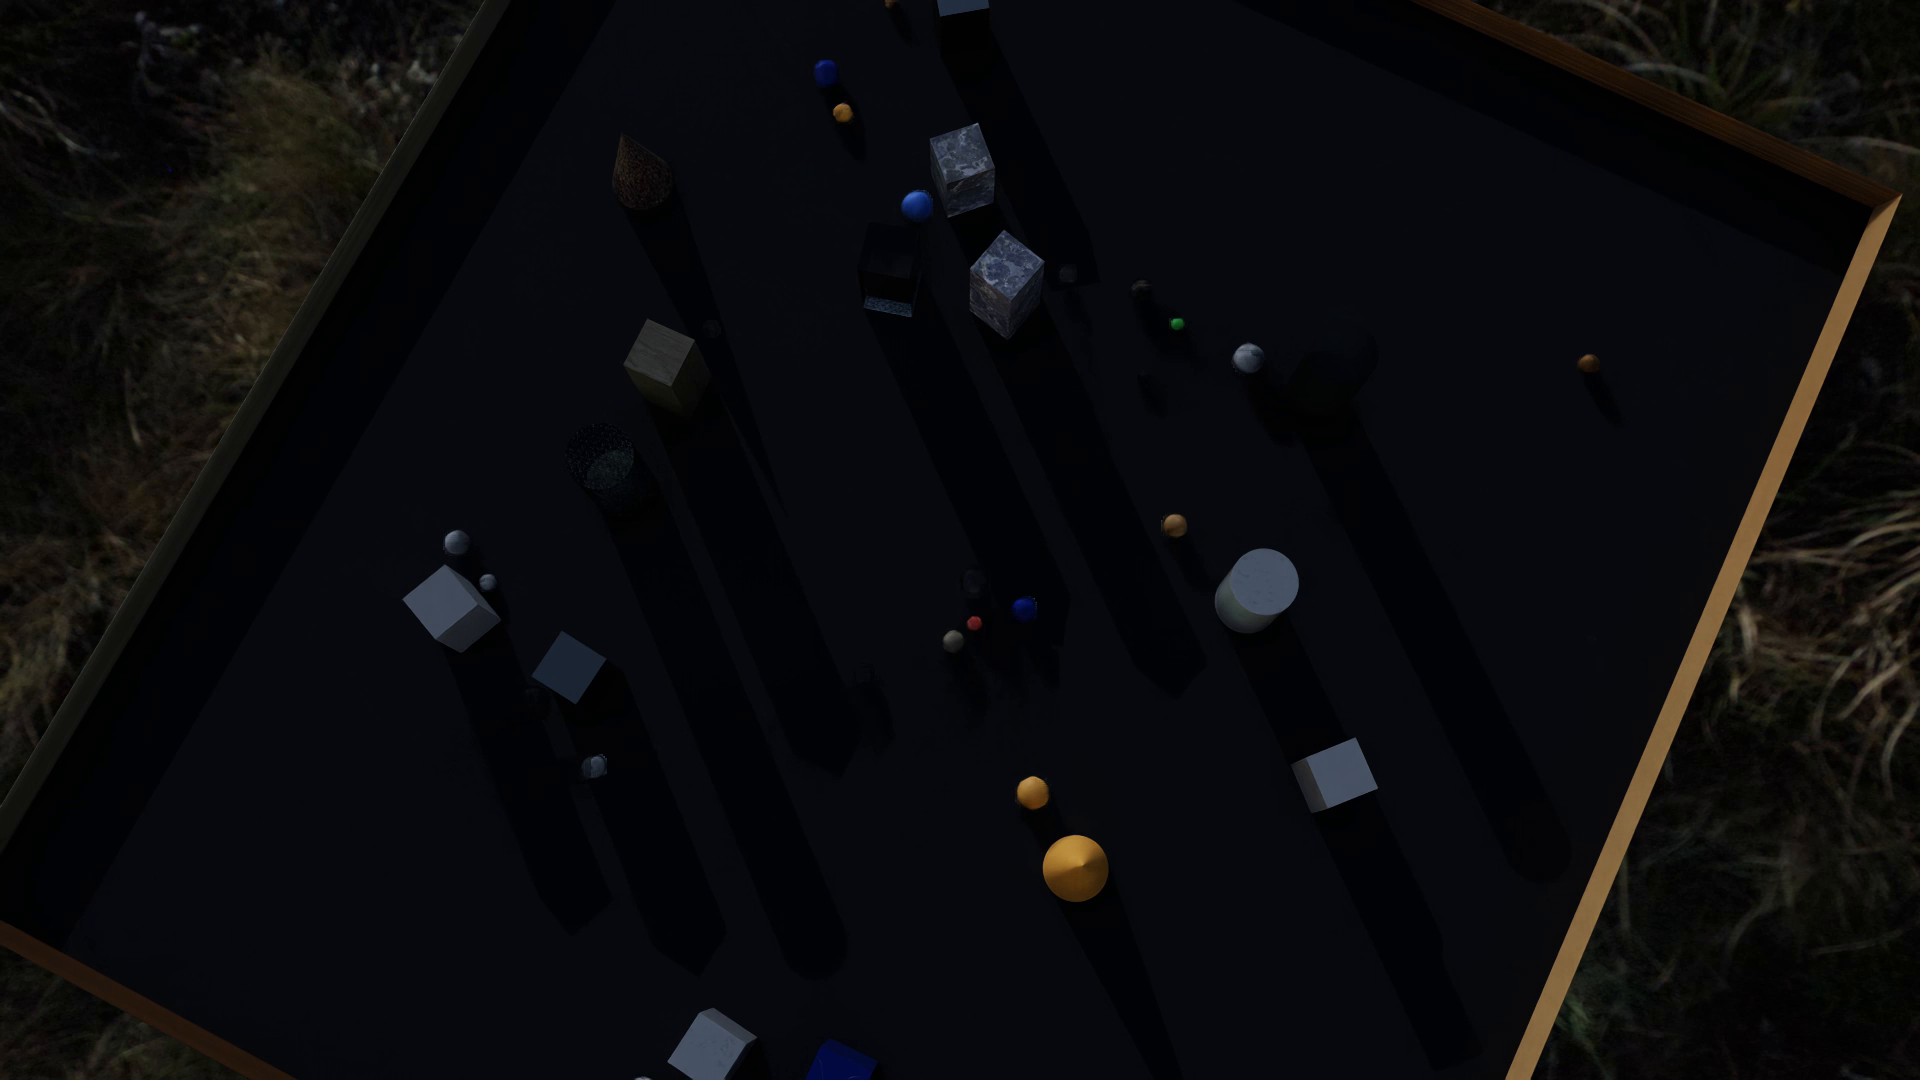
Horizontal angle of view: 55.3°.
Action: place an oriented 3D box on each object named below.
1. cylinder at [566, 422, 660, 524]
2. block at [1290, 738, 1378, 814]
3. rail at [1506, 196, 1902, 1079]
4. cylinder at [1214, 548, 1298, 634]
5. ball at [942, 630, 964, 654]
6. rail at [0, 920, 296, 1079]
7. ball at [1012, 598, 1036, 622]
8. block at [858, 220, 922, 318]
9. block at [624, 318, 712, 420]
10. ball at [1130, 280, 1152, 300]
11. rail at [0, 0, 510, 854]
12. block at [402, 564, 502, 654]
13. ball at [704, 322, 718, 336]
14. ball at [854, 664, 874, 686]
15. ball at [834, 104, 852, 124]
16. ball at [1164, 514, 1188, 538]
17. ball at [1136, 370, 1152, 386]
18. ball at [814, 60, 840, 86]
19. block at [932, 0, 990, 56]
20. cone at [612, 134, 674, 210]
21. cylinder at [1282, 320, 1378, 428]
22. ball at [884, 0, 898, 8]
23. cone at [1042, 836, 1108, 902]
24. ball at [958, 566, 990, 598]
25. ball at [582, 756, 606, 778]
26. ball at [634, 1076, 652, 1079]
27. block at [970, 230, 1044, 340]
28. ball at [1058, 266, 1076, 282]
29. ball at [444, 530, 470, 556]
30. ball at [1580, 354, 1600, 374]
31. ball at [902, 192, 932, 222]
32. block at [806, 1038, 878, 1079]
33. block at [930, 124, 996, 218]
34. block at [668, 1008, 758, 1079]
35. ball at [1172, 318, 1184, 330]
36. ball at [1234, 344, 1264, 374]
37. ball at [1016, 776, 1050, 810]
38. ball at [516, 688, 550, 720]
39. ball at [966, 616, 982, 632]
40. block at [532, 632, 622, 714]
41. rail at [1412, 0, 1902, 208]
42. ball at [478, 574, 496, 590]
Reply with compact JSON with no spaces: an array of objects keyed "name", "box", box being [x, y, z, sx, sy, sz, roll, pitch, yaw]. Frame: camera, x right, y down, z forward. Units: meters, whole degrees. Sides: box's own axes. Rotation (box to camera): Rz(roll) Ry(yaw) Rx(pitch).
[{"name":"cylinder","box":[-1.023,-0.192,5.423,0.195,0.456,0.195,0,78,0]},{"name":"block","box":[1.089,0.689,5.347,0.156,0.249,0.156,-21,79,-4]},{"name":"rail","box":[1.892,0.933,5.358,0.045,0.127,4.586,26,80,5]},{"name":"cylinder","box":[0.872,0.154,5.410,0.195,0.341,0.195,0,78,0]},{"name":"ball","box":[-0.020,0.307,5.518,0.069,0.069,0.069,0,78,0]},{"name":"rail","box":[-1.015,1.994,5.138,4.278,0.127,0.045,26,80,5]},{"name":"ball","box":[0.192,0.210,5.535,0.074,0.074,0.074,0,78,0]},{"name":"block","box":[-0.212,-0.825,5.608,0.156,0.351,0.156,11,79,2]},{"name":"block","box":[-0.879,-0.510,5.533,0.156,0.371,0.156,24,79,5]},{"name":"ball","box":[0.568,-0.783,5.745,0.065,0.065,0.065,0,78,0]},{"name":"rail","box":[-1.892,-0.920,5.741,0.045,0.127,4.586,26,80,5]},{"name":"block","box":[-1.501,0.207,5.430,0.156,0.282,0.156,-40,81,-8]},{"name":"ball","box":[-0.777,-0.659,5.732,0.042,0.042,0.042,0,78,0]},{"name":"ball","box":[-0.288,0.408,5.499,0.065,0.065,0.065,0,78,0]},{"name":"ball","box":[-0.375,-1.367,5.868,0.062,0.062,0.062,0,78,0]},{"name":"ball","box":[0.657,-0.044,5.588,0.075,0.075,0.075,0,78,0]},{"name":"ball","box":[0.573,-0.503,5.697,0.047,0.047,0.047,0,78,0]},{"name":"ball","box":[-0.428,-1.500,5.884,0.084,0.084,0.084,0,78,0]},{"name":"block","box":[0.001,-1.684,5.828,0.156,0.269,0.156,-11,79,-2]},{"name":"cone","box":[-1.014,-1.184,5.670,0.195,0.375,0.195,0,78,0]},{"name":"cylinder","box":[1.103,-0.490,5.480,0.195,0.465,0.195,0,78,0]},{"name":"ball","box":[-0.223,-1.752,5.955,0.046,0.046,0.046,0,78,0]},{"name":"cone","box":[0.342,0.936,5.250,0.195,0.339,0.195,0,78,0]},{"name":"ball","box":[0.041,0.126,5.541,0.098,0.098,0.098,0,78,0]},{"name":"ball","box":[-1.087,0.674,5.442,0.069,0.069,0.069,0,78,0]},{"name":"ball","box":[-0.910,1.580,5.245,0.087,0.087,0.087,0,78,0]},{"name":"block","box":[0.140,-0.772,5.582,0.156,0.381,0.156,39,81,7]},{"name":"ball","box":[0.337,-0.836,5.762,0.054,0.054,0.054,0,78,0]},{"name":"ball","box":[-1.530,0.008,5.576,0.076,0.076,0.076,0,78,0]},{"name":"ball","box":[1.958,-0.548,5.698,0.062,0.062,0.062,0,78,0]},{"name":"ball","box":[-0.137,-1.052,5.785,0.097,0.097,0.097,0,78,0]},{"name":"block","box":[-0.339,1.508,5.110,0.156,0.380,0.156,24,79,5]},{"name":"block","box":[0.007,-1.150,5.714,0.156,0.275,0.156,-19,79,-4]},{"name":"block","box":[-0.694,1.437,5.170,0.156,0.292,0.156,32,80,6]},{"name":"ball","box":[0.682,-0.675,5.735,0.042,0.042,0.042,0,78,0]},{"name":"ball","box":[0.896,-0.564,5.685,0.095,0.095,0.095,0,78,0]},{"name":"ball","box":[0.216,0.748,5.412,0.097,0.097,0.097,0,78,0]},{"name":"ball","box":[-1.274,0.490,5.466,0.097,0.097,0.097,0,78,0]},{"name":"ball","box":[0.044,0.252,5.540,0.047,0.047,0.047,0,78,0]},{"name":"block","box":[-1.126,0.393,5.403,0.156,0.258,0.156,31,80,6]},{"name":"rail","box":[1.015,-1.981,5.961,4.278,0.127,0.045,26,80,5]},{"name":"ball","box":[-1.435,0.128,5.564,0.051,0.051,0.051,0,78,0]}]
